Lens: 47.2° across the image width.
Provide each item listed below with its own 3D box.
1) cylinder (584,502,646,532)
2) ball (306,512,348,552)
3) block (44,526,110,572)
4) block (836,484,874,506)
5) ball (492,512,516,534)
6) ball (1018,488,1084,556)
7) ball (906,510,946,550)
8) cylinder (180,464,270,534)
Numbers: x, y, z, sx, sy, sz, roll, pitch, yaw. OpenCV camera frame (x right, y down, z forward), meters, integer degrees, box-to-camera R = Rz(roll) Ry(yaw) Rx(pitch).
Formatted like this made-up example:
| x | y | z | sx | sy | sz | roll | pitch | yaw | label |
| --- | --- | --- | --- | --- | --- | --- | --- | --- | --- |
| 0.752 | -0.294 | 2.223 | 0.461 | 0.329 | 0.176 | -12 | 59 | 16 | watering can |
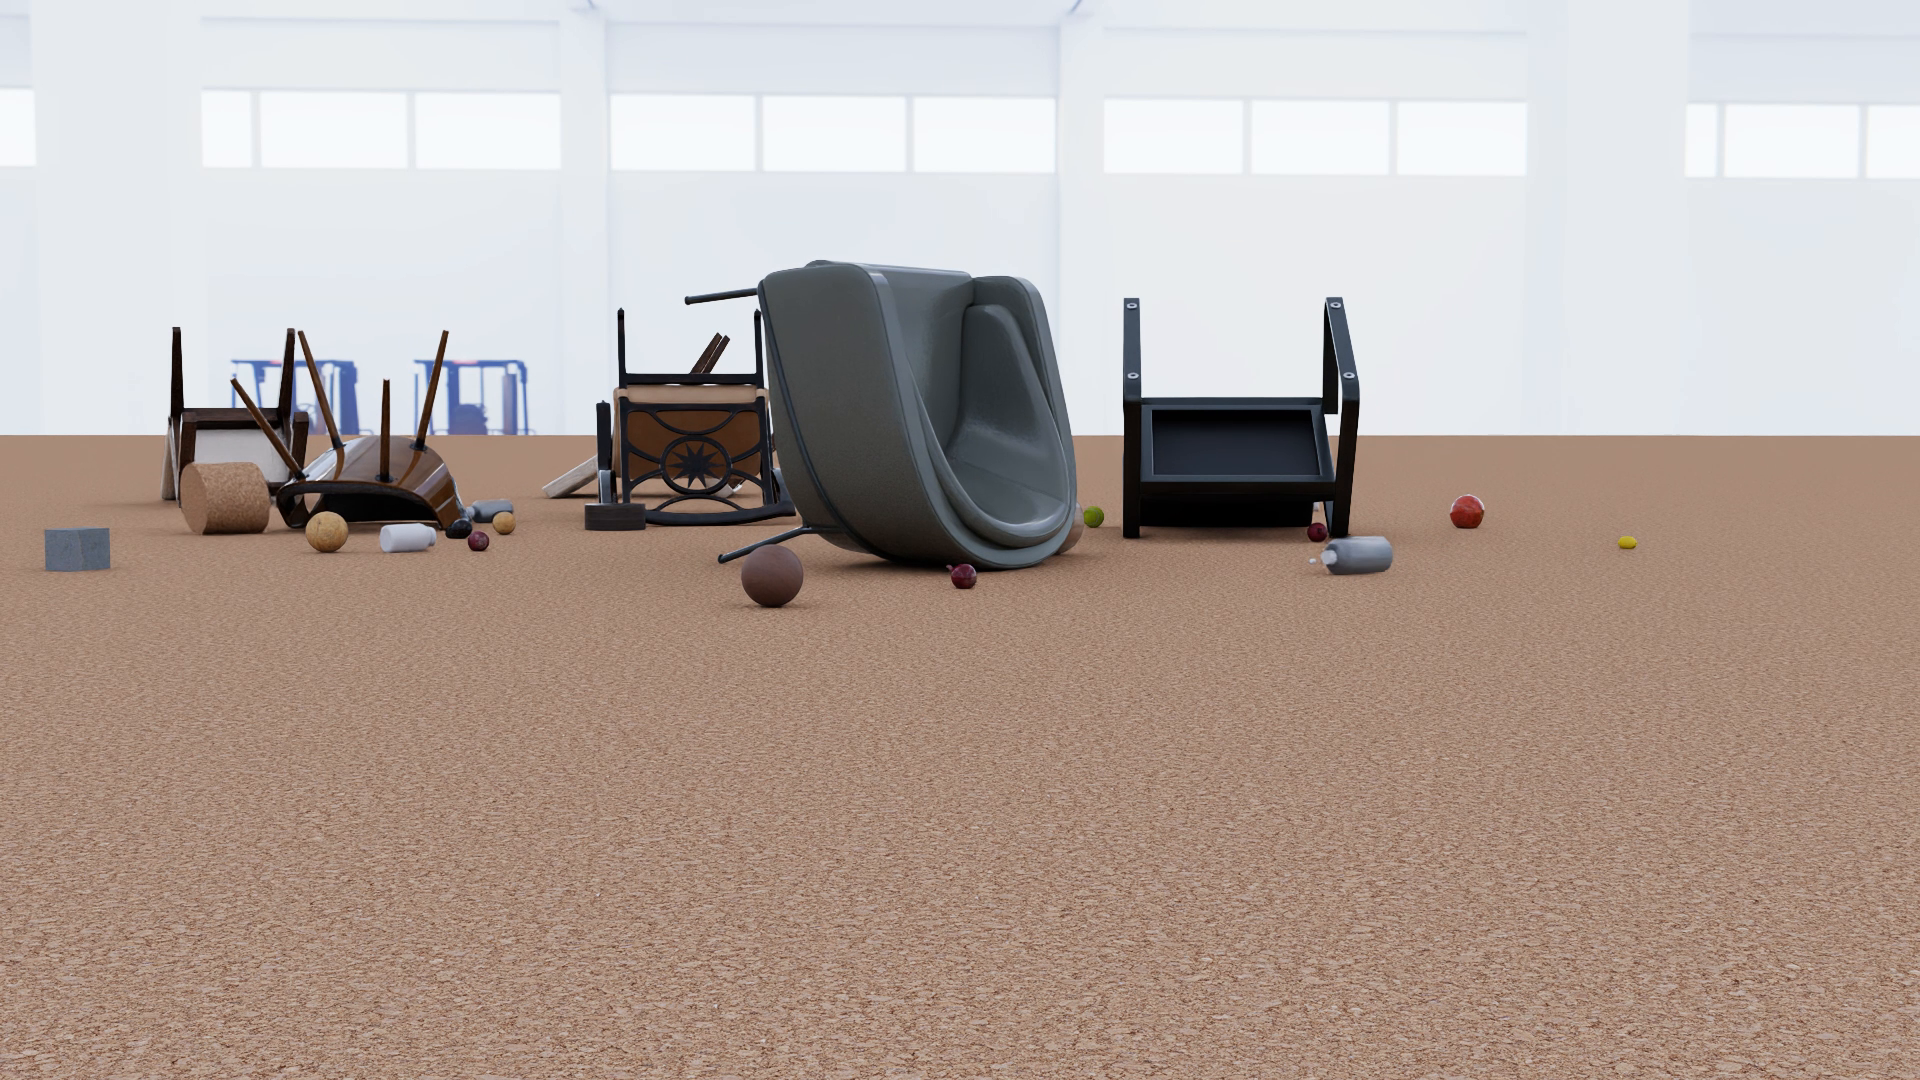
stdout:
| x | y | z | sx | sy | sz | roll | pitch | yaw | label |
| --- | --- | --- | --- | --- | --- | --- | --- | --- | --- |
| -1.103 | -0.074 | 7.036 | 0.194 | 0.081 | 0.161 | 0 | 4 | 2 | cylinder |
| -1.738 | -0.022 | 6.039 | 0.113 | 0.113 | 0.113 | 0 | 4 | 0 | ball |
| -2.197 | 0.023 | 5.475 | 0.089 | 0.102 | 0.121 | 2 | 5 | 30 | block |
| -0.410 | -0.176 | 8.546 | 0.106 | 0.076 | 0.104 | -3 | 5 | -33 | block |
| -1.405 | -0.052 | 6.779 | 0.072 | 0.072 | 0.072 | 0 | 4 | 0 | ball |
| 0.246 | -0.050 | 5.950 | 0.182 | 0.182 | 0.182 | 0 | 4 | 0 | ball |
| -0.095 | -0.027 | 6.104 | 0.115 | 0.115 | 0.115 | 0 | 4 | 0 | ball |
| -2.290 | -0.129 | 6.851 | 0.194 | 0.199 | 0.252 | -3 | 37 | -39 | cylinder |
